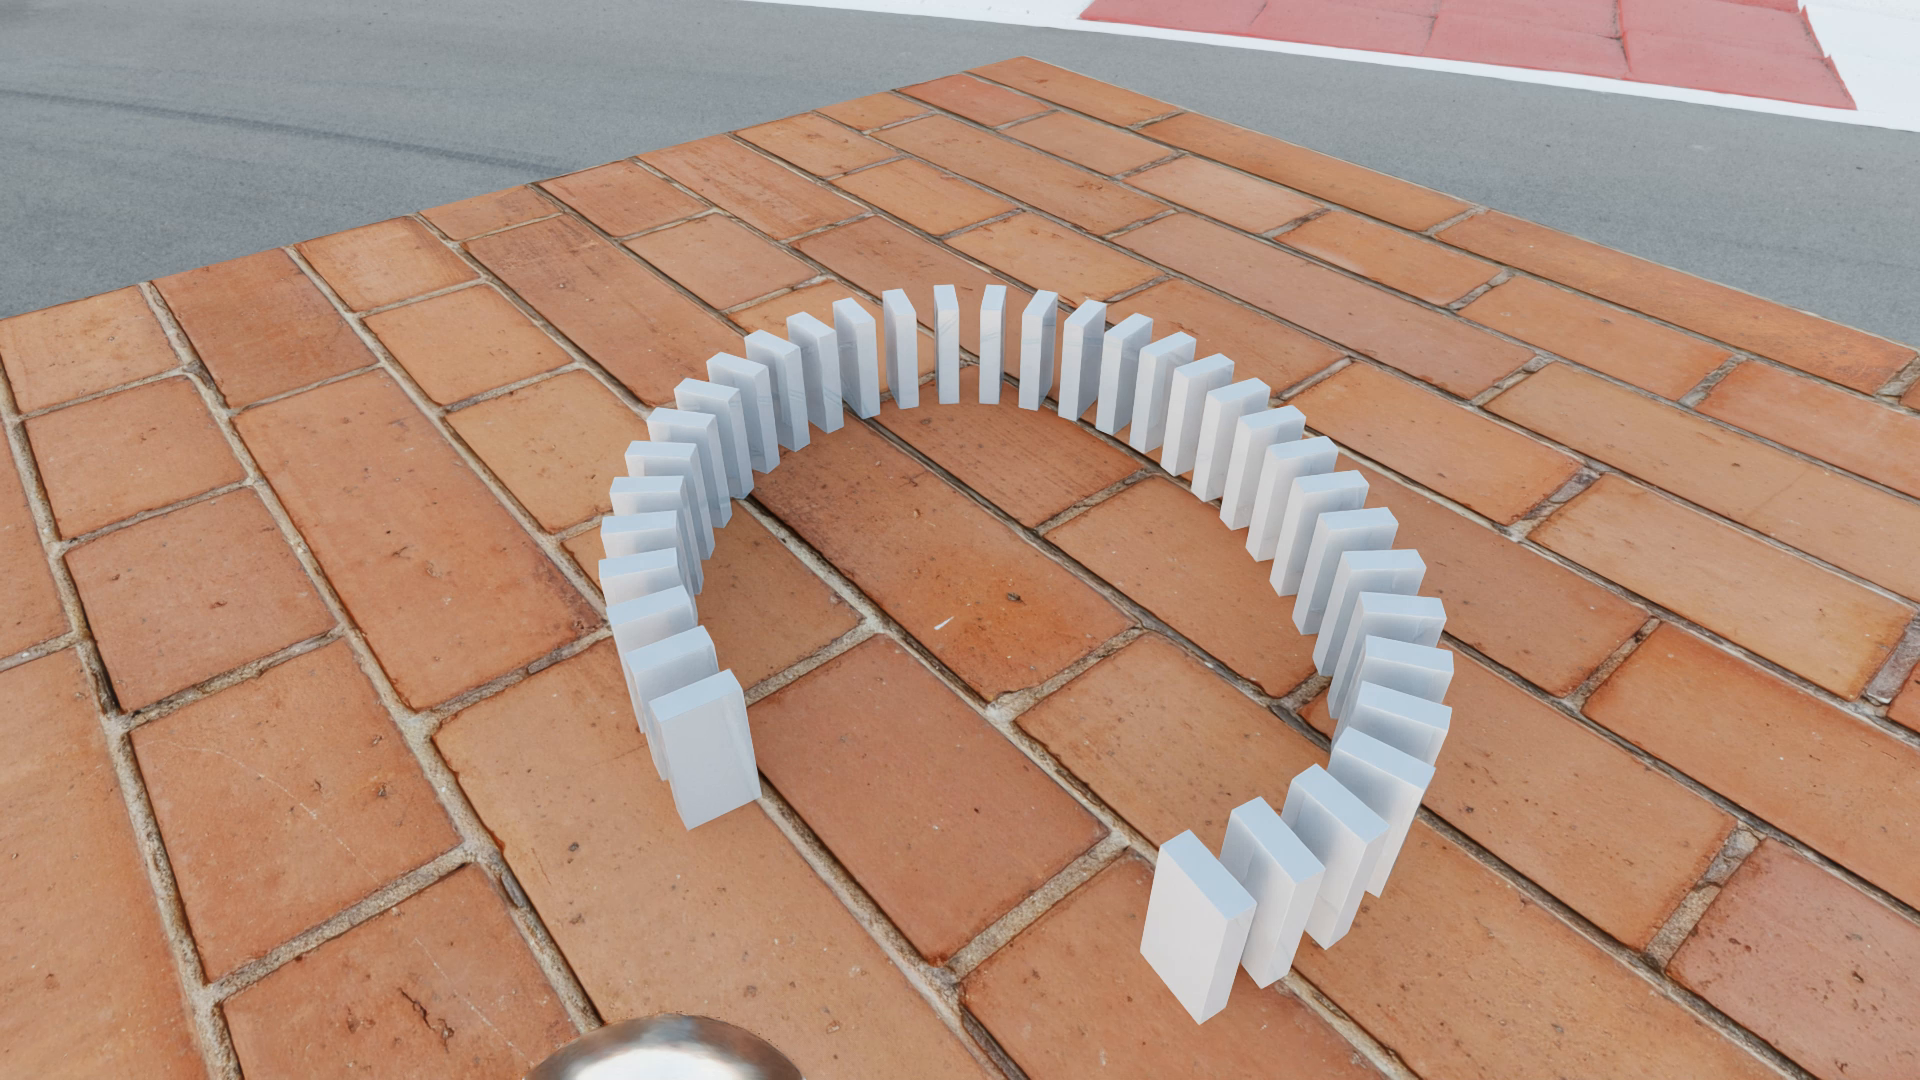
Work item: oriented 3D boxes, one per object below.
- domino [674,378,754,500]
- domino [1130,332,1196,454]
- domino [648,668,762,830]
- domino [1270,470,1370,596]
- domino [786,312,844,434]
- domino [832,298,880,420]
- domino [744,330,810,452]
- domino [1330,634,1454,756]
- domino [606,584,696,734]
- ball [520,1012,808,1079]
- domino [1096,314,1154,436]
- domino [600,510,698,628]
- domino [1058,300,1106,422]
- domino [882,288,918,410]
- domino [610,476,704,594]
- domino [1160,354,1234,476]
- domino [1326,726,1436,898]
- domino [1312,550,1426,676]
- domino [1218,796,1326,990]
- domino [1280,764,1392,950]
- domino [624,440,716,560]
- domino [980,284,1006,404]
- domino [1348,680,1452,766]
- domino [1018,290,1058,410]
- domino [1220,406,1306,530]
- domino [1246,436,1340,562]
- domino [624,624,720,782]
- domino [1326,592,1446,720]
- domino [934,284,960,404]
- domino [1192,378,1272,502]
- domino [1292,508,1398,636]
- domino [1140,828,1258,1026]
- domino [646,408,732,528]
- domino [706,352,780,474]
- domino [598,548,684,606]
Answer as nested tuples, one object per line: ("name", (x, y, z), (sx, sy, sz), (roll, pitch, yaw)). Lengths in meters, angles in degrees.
("domino", (-0.103, -0.042, 0.463), (0.025, 0.050, 0.009), (13, 41, 16))
("domino", (0.090, -0.065, 0.491), (0.025, 0.050, 0.009), (-26, 46, -28))
("domino", (-0.076, 0.064, 0.333), (0.025, 0.050, 0.009), (-22, 44, -24))
("domino", (0.134, -0.002, 0.414), (0.025, 0.050, 0.009), (-7, 40, -9))
("domino", (-0.066, -0.077, 0.505), (0.009, 0.050, 0.025), (-29, 47, -31))
("domino", (-0.048, -0.085, 0.515), (0.009, 0.050, 0.025), (-20, 43, -23))
("domino", (-0.082, -0.066, 0.493), (0.025, 0.050, 0.010), (27, 47, 29))
("domino", (0.135, 0.053, 0.346), (0.025, 0.050, 0.010), (11, 41, 13))
("domino", (-0.098, 0.040, 0.363), (0.025, 0.050, 0.009), (-17, 42, -20))
("ball", (-0.062, 0.138, 0.219), (0.080, 0.080, 0.080), (0, 39, 0))
("domino", (0.075, -0.076, 0.504), (0.009, 0.050, 0.025), (28, 47, 30))
("domino", (-0.111, 0.013, 0.395), (0.025, 0.050, 0.009), (-6, 40, -7))
("domino", (0.057, -0.084, 0.514), (0.010, 0.050, 0.025), (20, 43, 23))
("domino", (-0.028, -0.090, 0.522), (0.009, 0.050, 0.025), (-11, 41, -13))
("domino", (-0.113, -0.001, 0.413), (0.025, 0.050, 0.010), (-2, 39, -2))
("domino", (0.103, -0.054, 0.477), (0.025, 0.050, 0.010), (-21, 44, -24))
("domino", (0.116, 0.079, 0.316), (0.025, 0.050, 0.009), (25, 46, 28))
("domino", (0.140, 0.026, 0.380), (0.025, 0.050, 0.009), (-2, 39, -2))
("domino", (0.081, 0.095, 0.295), (0.009, 0.050, 0.025), (-18, 43, -21))
("domino", (0.100, 0.088, 0.304), (0.009, 0.050, 0.025), (-24, 45, -26))
("domino", (-0.113, -0.015, 0.430), (0.025, 0.050, 0.009), (3, 39, 4))
("domino", (0.016, -0.093, 0.525), (0.010, 0.050, 0.025), (5, 40, 6))
("domino", (0.127, 0.067, 0.330), (0.025, 0.050, 0.010), (17, 42, 19))
("domino", (0.037, -0.090, 0.521), (0.009, 0.050, 0.025), (13, 41, 16))
("domino", (0.122, -0.029, 0.447), (0.025, 0.050, 0.010), (-14, 41, -16))
("domino", (0.129, -0.016, 0.430), (0.025, 0.050, 0.009), (-10, 40, -12))
("domino", (-0.088, 0.052, 0.348), (0.025, 0.050, 0.010), (-20, 44, -23))
("domino", (0.140, 0.040, 0.363), (0.025, 0.050, 0.010), (5, 40, 6))
("domino", (-0.006, -0.093, 0.525), (0.009, 0.050, 0.025), (-4, 39, -5))
("domino", (0.113, -0.042, 0.462), (0.025, 0.050, 0.009), (-18, 43, -21))
("domino", (0.138, 0.012, 0.397), (0.025, 0.050, 0.010), (-5, 40, -6))
("domino", (0.061, 0.102, 0.287), (0.009, 0.050, 0.025), (-21, 44, -24))
("domino", (-0.109, -0.029, 0.446), (0.025, 0.050, 0.009), (8, 40, 10))
("domino", (-0.094, -0.055, 0.478), (0.025, 0.050, 0.009), (19, 43, 22))
("domino", (-0.106, 0.027, 0.379), (0.025, 0.050, 0.009), (-10, 40, -12))
